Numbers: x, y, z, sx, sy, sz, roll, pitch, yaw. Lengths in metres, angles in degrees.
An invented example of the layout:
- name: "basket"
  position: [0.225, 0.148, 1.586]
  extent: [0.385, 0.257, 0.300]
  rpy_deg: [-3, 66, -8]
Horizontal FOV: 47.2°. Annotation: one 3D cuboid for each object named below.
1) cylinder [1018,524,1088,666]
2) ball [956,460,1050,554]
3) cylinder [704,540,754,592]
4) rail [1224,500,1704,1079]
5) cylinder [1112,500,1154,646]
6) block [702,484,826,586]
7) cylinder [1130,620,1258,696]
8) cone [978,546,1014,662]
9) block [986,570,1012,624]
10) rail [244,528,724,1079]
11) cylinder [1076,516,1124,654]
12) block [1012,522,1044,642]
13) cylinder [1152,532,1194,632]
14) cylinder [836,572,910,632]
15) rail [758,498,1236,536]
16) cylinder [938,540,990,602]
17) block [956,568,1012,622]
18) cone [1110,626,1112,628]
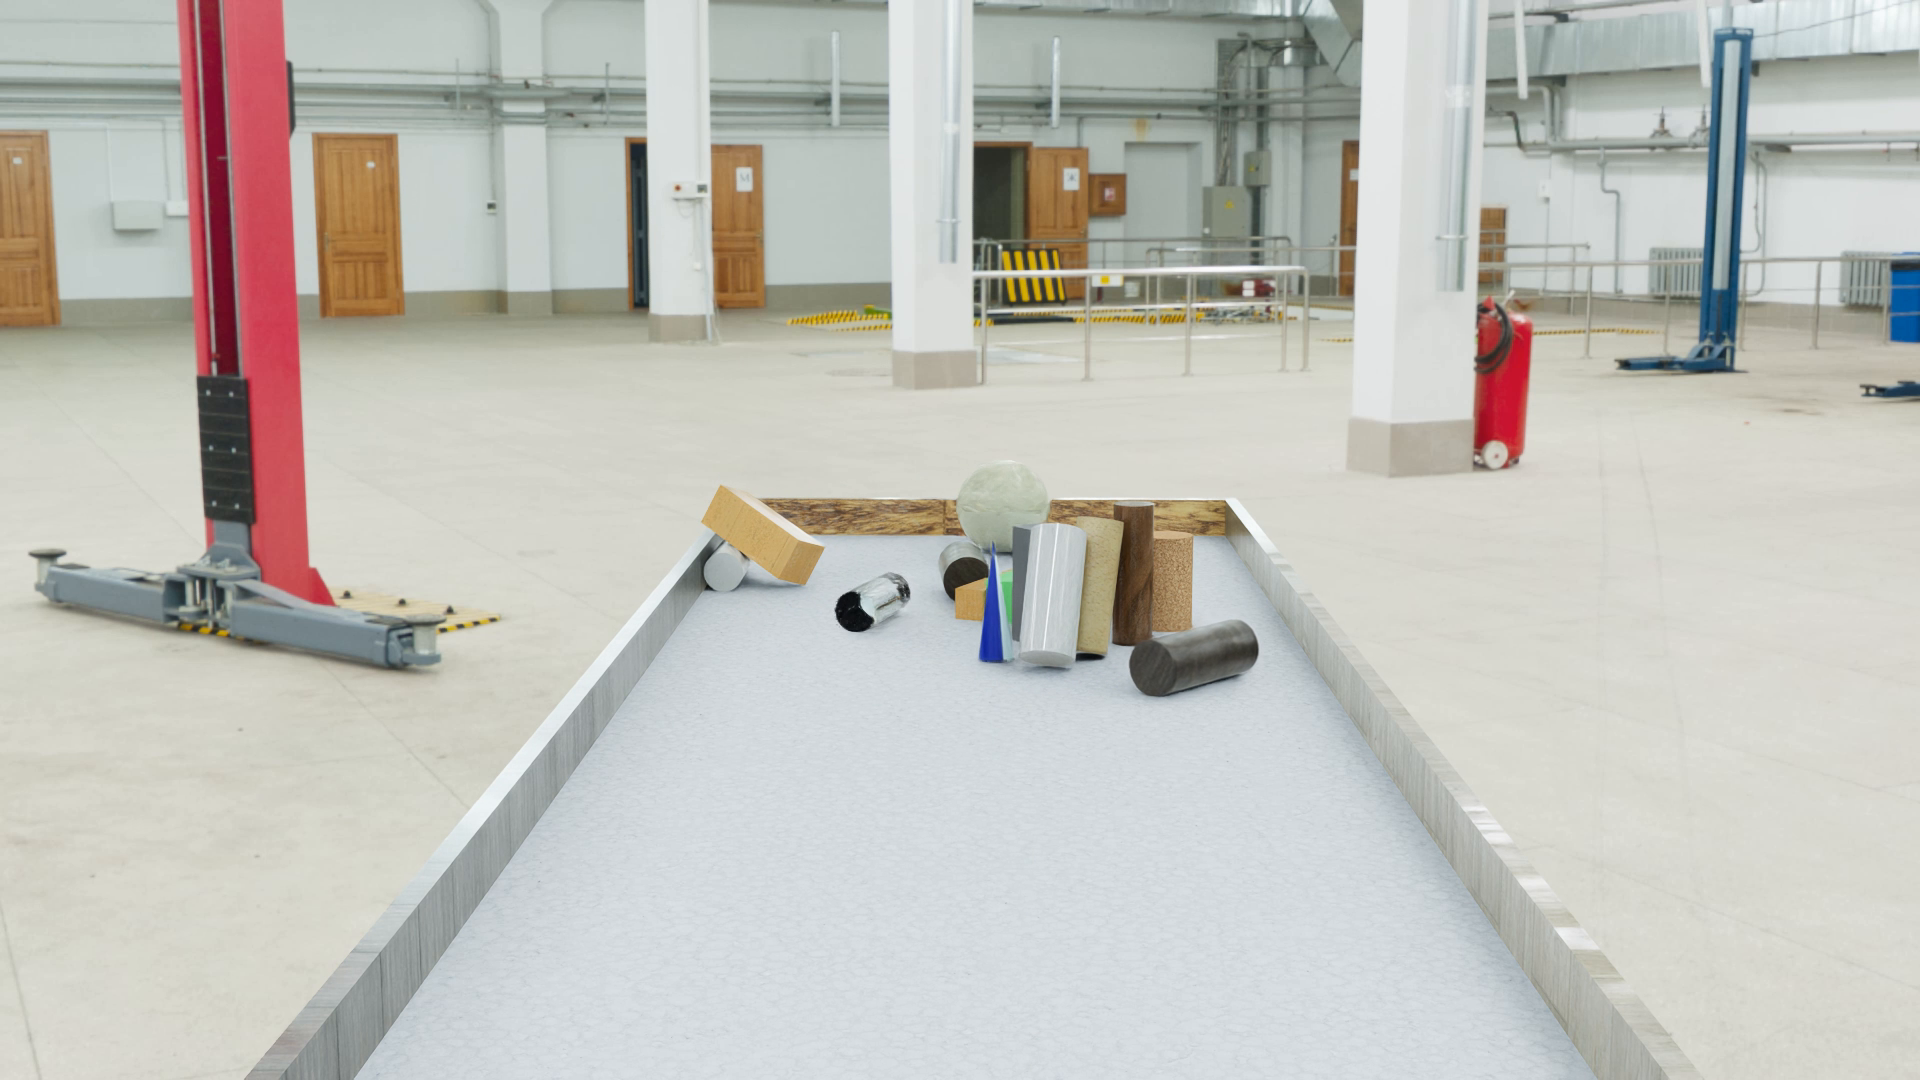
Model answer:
- name: "cylinder"
  position: [0.279, 0.165, 6.595]
  extent: [0.172, 0.396, 0.172]
  rpy_deg: [6, -18, 2]
- name: "ball"
  position: [0.171, -0.132, 8.668]
  extent: [0.368, 0.368, 0.368]
  rpy_deg: [0, 9, 0]
- name: "cylinder"
  position: [-0.841, 0.083, 8.040]
  extent: [0.140, 0.140, 0.409]
  rpy_deg: [0, 9, 1]
- name: "rail"
  position: [1.046, 0.843, 3.208]
  extent: [0.050, 0.150, 12.000]
  rpy_deg: [0, 9, 1]
- name: "cylinder"
  position: [0.545, 0.105, 6.928]
  extent: [0.128, 0.444, 0.128]
  rpy_deg: [0, 9, 0]
- name: "block"
  position: [-0.719, -0.020, 8.015]
  extent: [0.439, 0.159, 0.159]
  rpy_deg: [34, 10, 33]
- name: "cylinder"
  position: [0.679, 0.338, 6.357]
  extent: [0.161, 0.161, 0.414]
  rpy_deg: [8, 12, 41]
- name: "cone"
  position: [0.106, 0.182, 6.682]
  extent: [0.113, 0.363, 0.113]
  rpy_deg: [-1, 7, 0]
- name: "block"
  position: [0.232, 0.179, 7.439]
  extent: [0.139, 0.139, 0.378]
  rpy_deg: [5, 10, 27]
- name: "rail"
  position: [-1.004, 0.839, 3.234]
  extent: [0.050, 0.150, 12.000]
  rpy_deg: [0, 9, 1]
- name: "cylinder"
  position: [0.405, 0.140, 6.744]
  extent: [0.146, 0.409, 0.146]
  rpy_deg: [8, -4, 1]
- name: "block"
  position: [0.251, 0.139, 6.959]
  extent: [0.122, 0.367, 0.122]
  rpy_deg: [-7, 11, -36]
- name: "cylinder"
  position: [0.675, 0.135, 7.183]
  extent: [0.168, 0.306, 0.168]
  rpy_deg: [0, 9, 0]
- name: "cylinder"
  position: [-0.286, 0.205, 7.281]
  extent: [0.137, 0.137, 0.365]
  rpy_deg: [3, 9, 17]
- name: "rail"
  position: [0.099, -0.098, 9.147]
  extent: [2.100, 0.150, 0.050]
  rpy_deg: [0, 9, 1]
- name: "cylinder"
  position: [0.016, 0.114, 7.749]
  extent: [0.169, 0.169, 0.351]
  rpy_deg: [-1, 9, -3]
- name: "block"
  position: [0.133, 0.184, 7.515]
  extent: [0.104, 0.104, 0.448]
  rpy_deg: [5, 10, 27]
- name: "cone"
  position: [0.417, 0.109, 7.196]
  extent: [0.161, 0.352, 0.161]
  rpy_deg: [0, 9, 0]
